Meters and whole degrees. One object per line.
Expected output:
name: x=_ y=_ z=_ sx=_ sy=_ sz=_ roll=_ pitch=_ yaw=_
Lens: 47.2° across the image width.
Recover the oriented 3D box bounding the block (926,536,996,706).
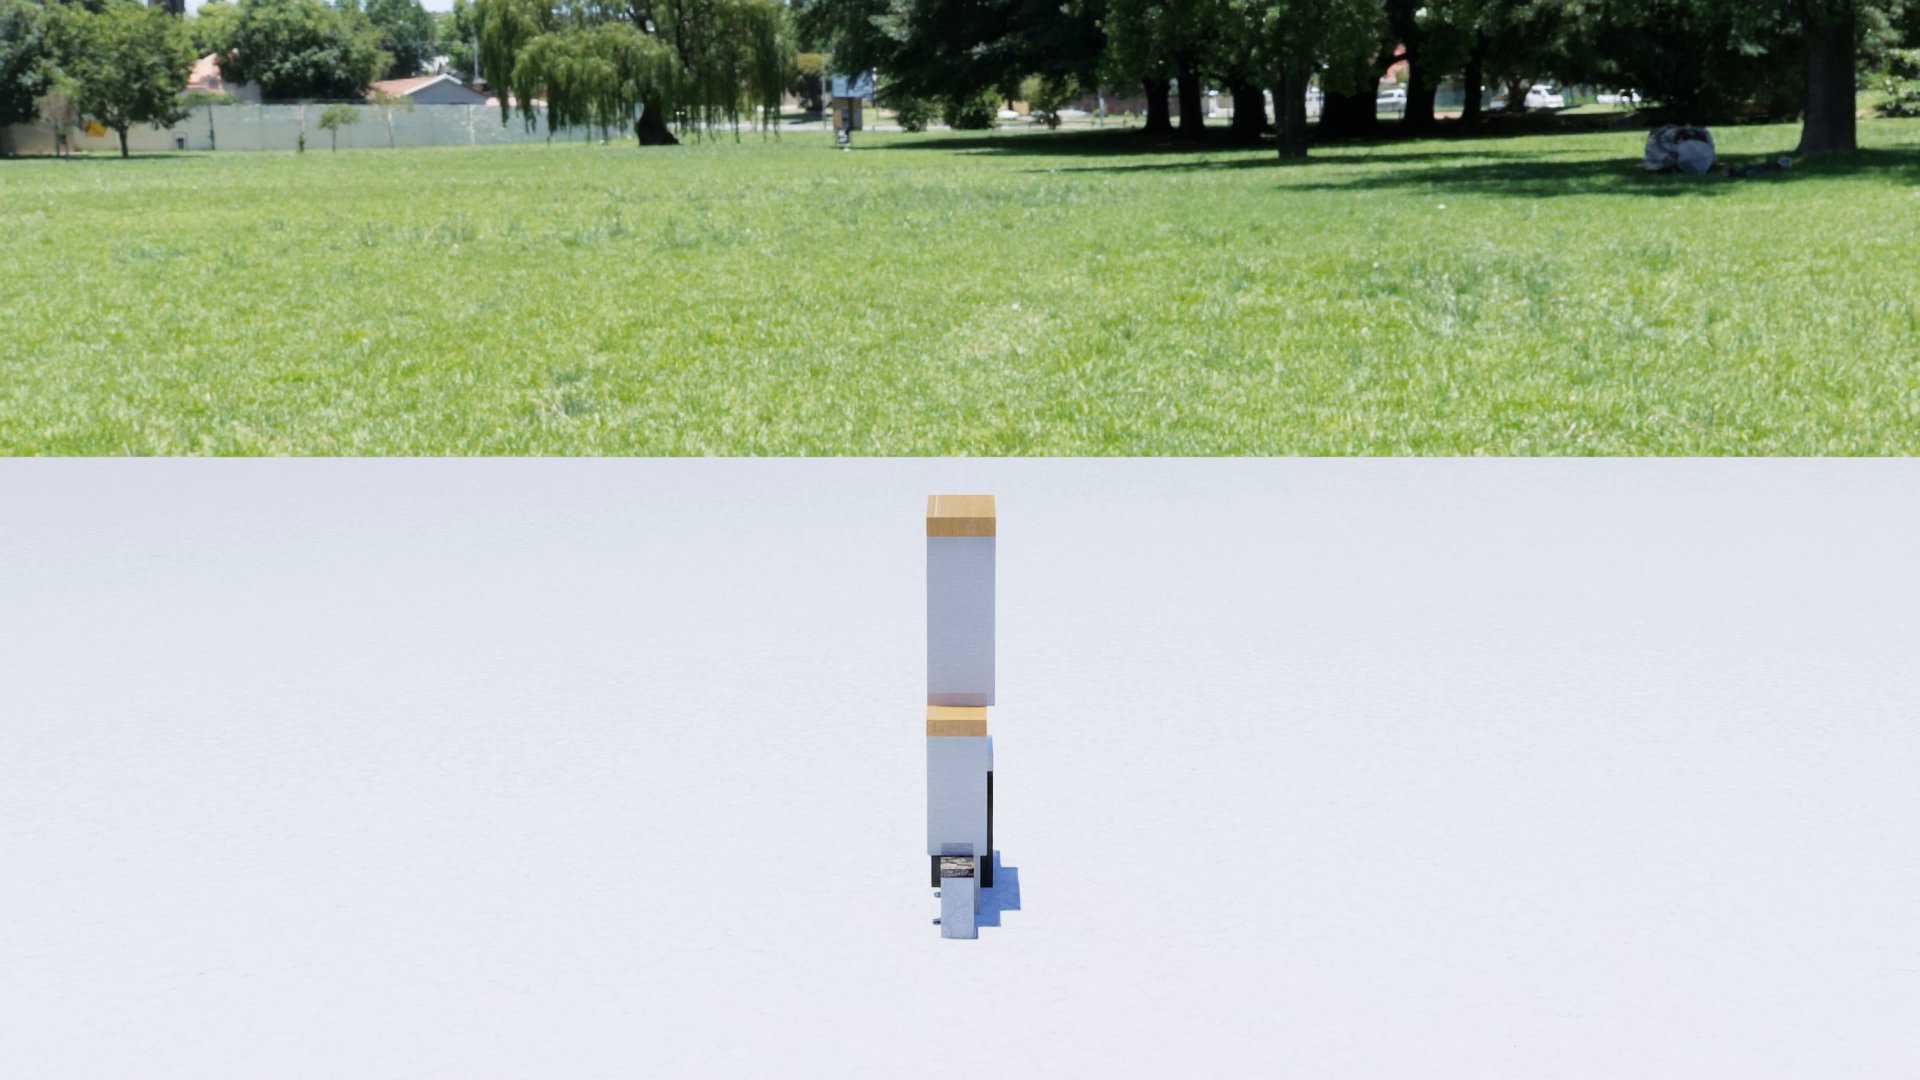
block: x=0.002 y=0.125 z=3.509 sx=0.109 sy=0.279 sz=0.031 roll=0 pitch=11 yaw=1

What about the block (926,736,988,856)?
block: x=-0.005 y=0.400 z=3.492 sx=0.095 sy=0.201 sz=0.027 roll=0 pitch=10 yaw=0

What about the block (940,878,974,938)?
block: x=-0.004 y=0.576 z=3.463 sx=0.052 sy=0.103 sz=0.015 roll=0 pitch=11 yaw=0

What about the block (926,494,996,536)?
block: x=0.002 y=-0.040 z=3.552 sx=0.109 sy=0.031 sz=0.219 roll=0 pitch=11 yaw=0

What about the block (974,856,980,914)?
block: x=0.004 y=0.551 z=3.571 sx=0.056 sy=0.112 sz=0.016 roll=0 pitch=11 yaw=0

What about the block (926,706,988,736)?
block: x=-0.005 y=0.277 z=3.534 sx=0.095 sy=0.027 sz=0.191 roll=0 pitch=11 yaw=0

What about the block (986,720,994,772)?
block: x=0.003 y=0.349 z=3.740 sx=0.104 sy=0.030 sz=0.209 roll=0 pitch=11 yaw=0

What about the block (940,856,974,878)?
block: x=-0.004 y=0.511 z=3.486 sx=0.052 sy=0.015 sz=0.103 roll=0 pitch=11 yaw=0

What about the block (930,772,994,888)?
block: x=0.003 y=0.479 z=3.693 sx=0.104 sy=0.209 sz=0.030 roll=0 pitch=11 yaw=0
